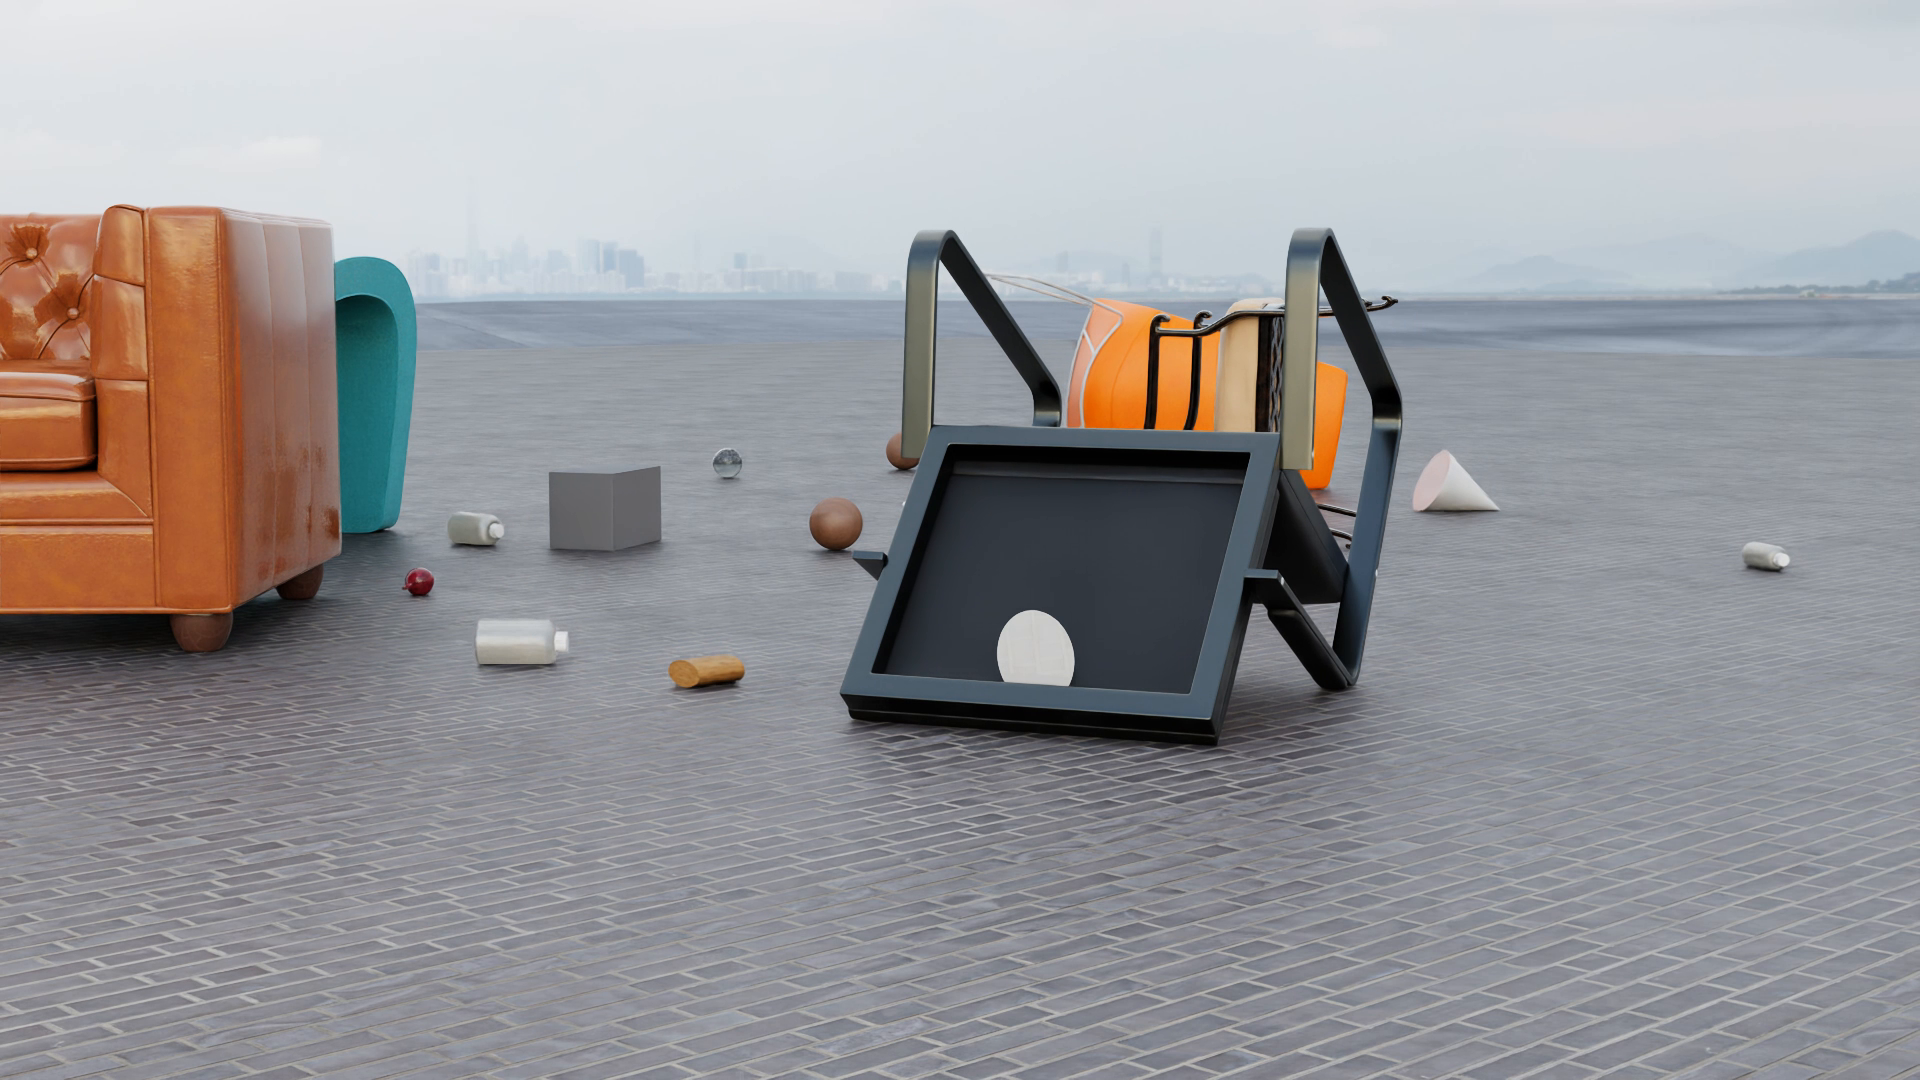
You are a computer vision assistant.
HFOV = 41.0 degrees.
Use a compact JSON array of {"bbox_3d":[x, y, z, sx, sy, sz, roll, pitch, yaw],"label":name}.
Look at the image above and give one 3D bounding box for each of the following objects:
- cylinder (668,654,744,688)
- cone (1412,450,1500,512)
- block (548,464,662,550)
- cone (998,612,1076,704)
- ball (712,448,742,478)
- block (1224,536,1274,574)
[{"bbox_3d":[-0.410,0.211,4.151,0.093,0.043,0.082,-6,10,-43],"label":"cylinder"},{"bbox_3d":[1.420,-0.124,7.193,0.223,0.180,0.211,22,-25,-10],"label":"cone"},{"bbox_3d":[-0.871,-0.082,6.310,0.170,0.185,0.271,2,6,18],"label":"block"},{"bbox_3d":[0.124,0.162,3.736,0.119,0.140,0.076,3,13,21],"label":"cone"},{"bbox_3d":[-0.759,-0.252,8.380,0.098,0.098,0.098,0,6,0],"label":"ball"},{"bbox_3d":[0.643,0.035,5.714,0.076,0.073,0.085,5,8,39],"label":"block"}]
